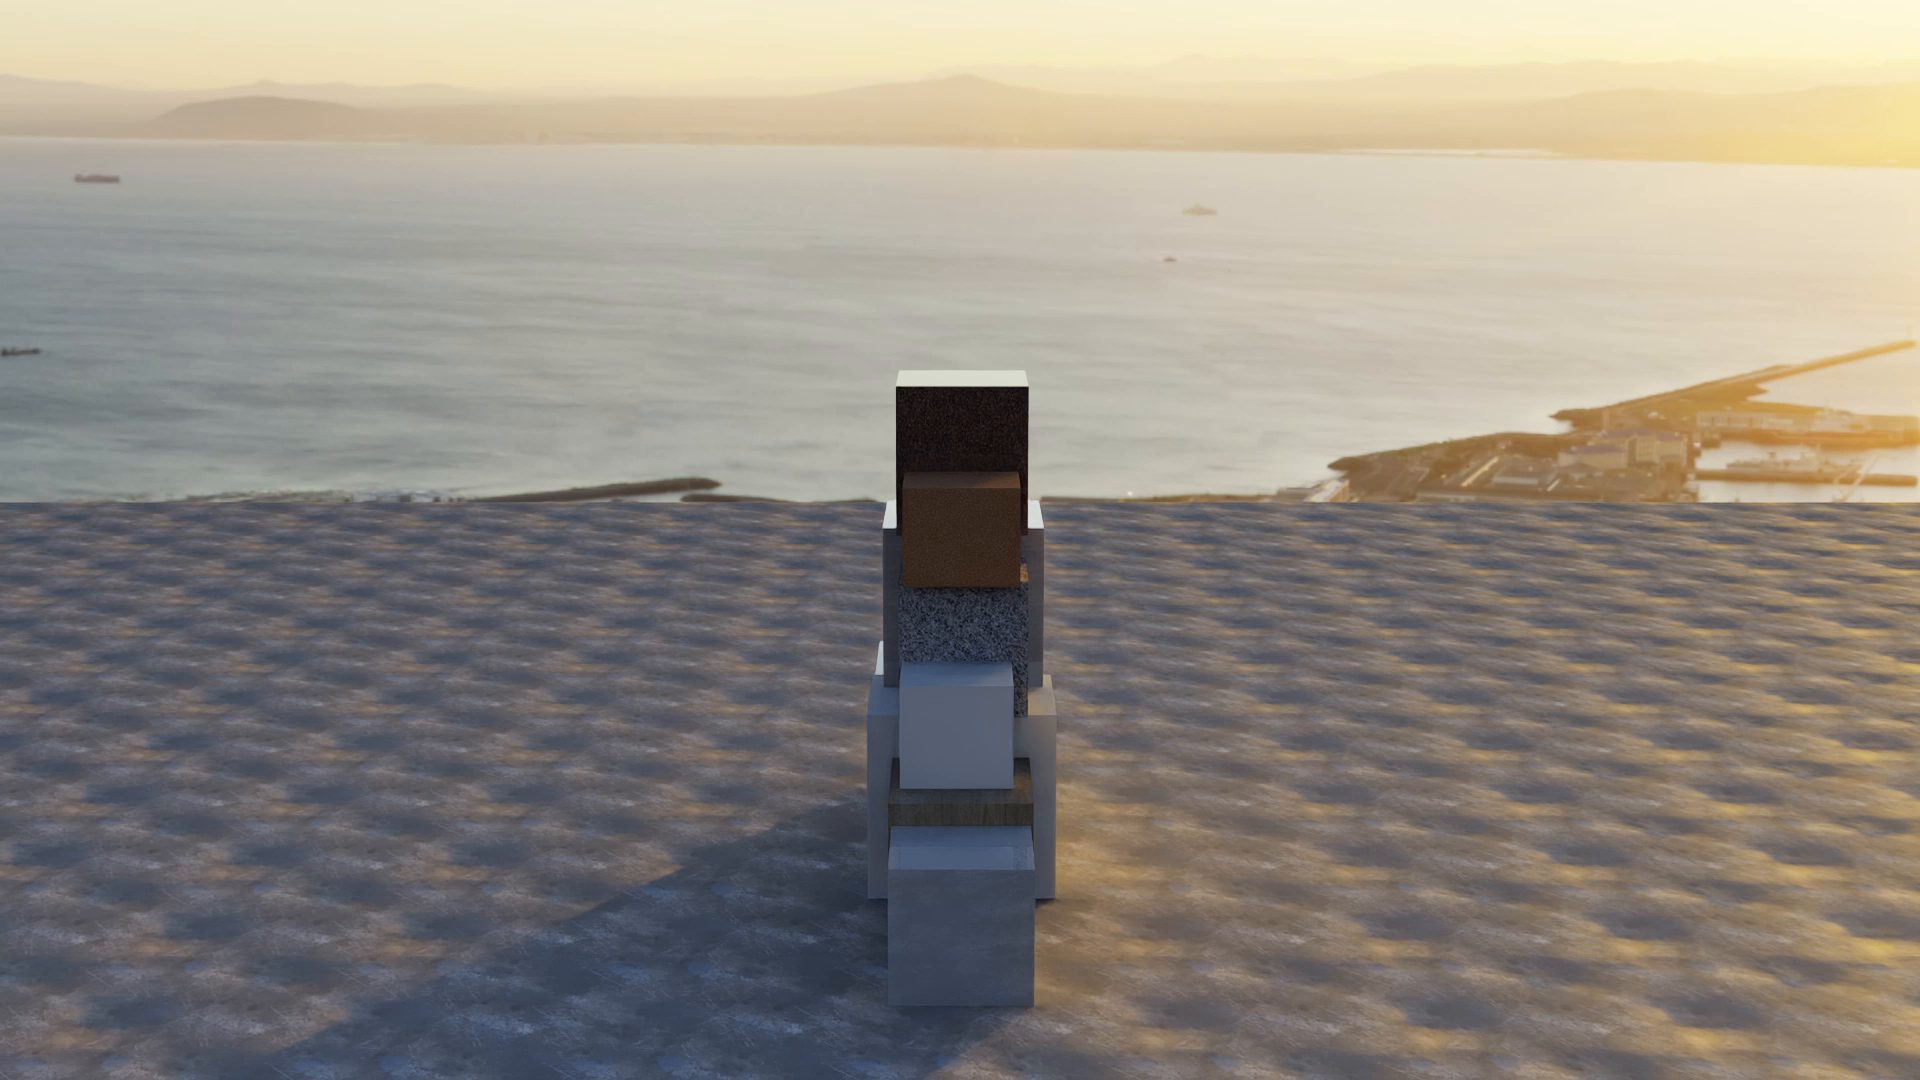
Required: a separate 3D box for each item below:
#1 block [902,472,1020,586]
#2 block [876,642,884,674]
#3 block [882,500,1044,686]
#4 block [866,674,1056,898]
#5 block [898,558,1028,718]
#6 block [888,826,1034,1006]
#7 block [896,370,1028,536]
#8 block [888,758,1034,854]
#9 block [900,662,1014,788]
[{"bbox_3d":[0.006,-0.050,10.843,0.489,0.414,0.455,0,10,0],"label":"block"},{"bbox_3d":[-0.004,0.950,12.074,0.764,0.811,0.694,0,10,0],"label":"block"},{"bbox_3d":[0.014,0.234,11.730,0.710,0.715,0.776,0,10,0],"label":"block"},{"bbox_3d":[0.007,1.078,11.356,0.807,0.815,0.744,0,10,0],"label":"block"},{"bbox_3d":[0.014,0.415,11.085,0.547,0.587,0.533,0,10,0],"label":"block"},{"bbox_3d":[0.005,1.460,10.024,0.557,0.540,0.571,0,10,0],"label":"block"},{"bbox_3d":[0.009,-0.393,11.353,0.569,0.650,0.636,0,10,0],"label":"block"},{"bbox_3d":[0.003,1.301,10.652,0.582,0.630,0.701,0,10,0],"label":"block"},{"bbox_3d":[-0.014,0.763,10.643,0.463,0.431,0.440,0,10,0],"label":"block"}]
